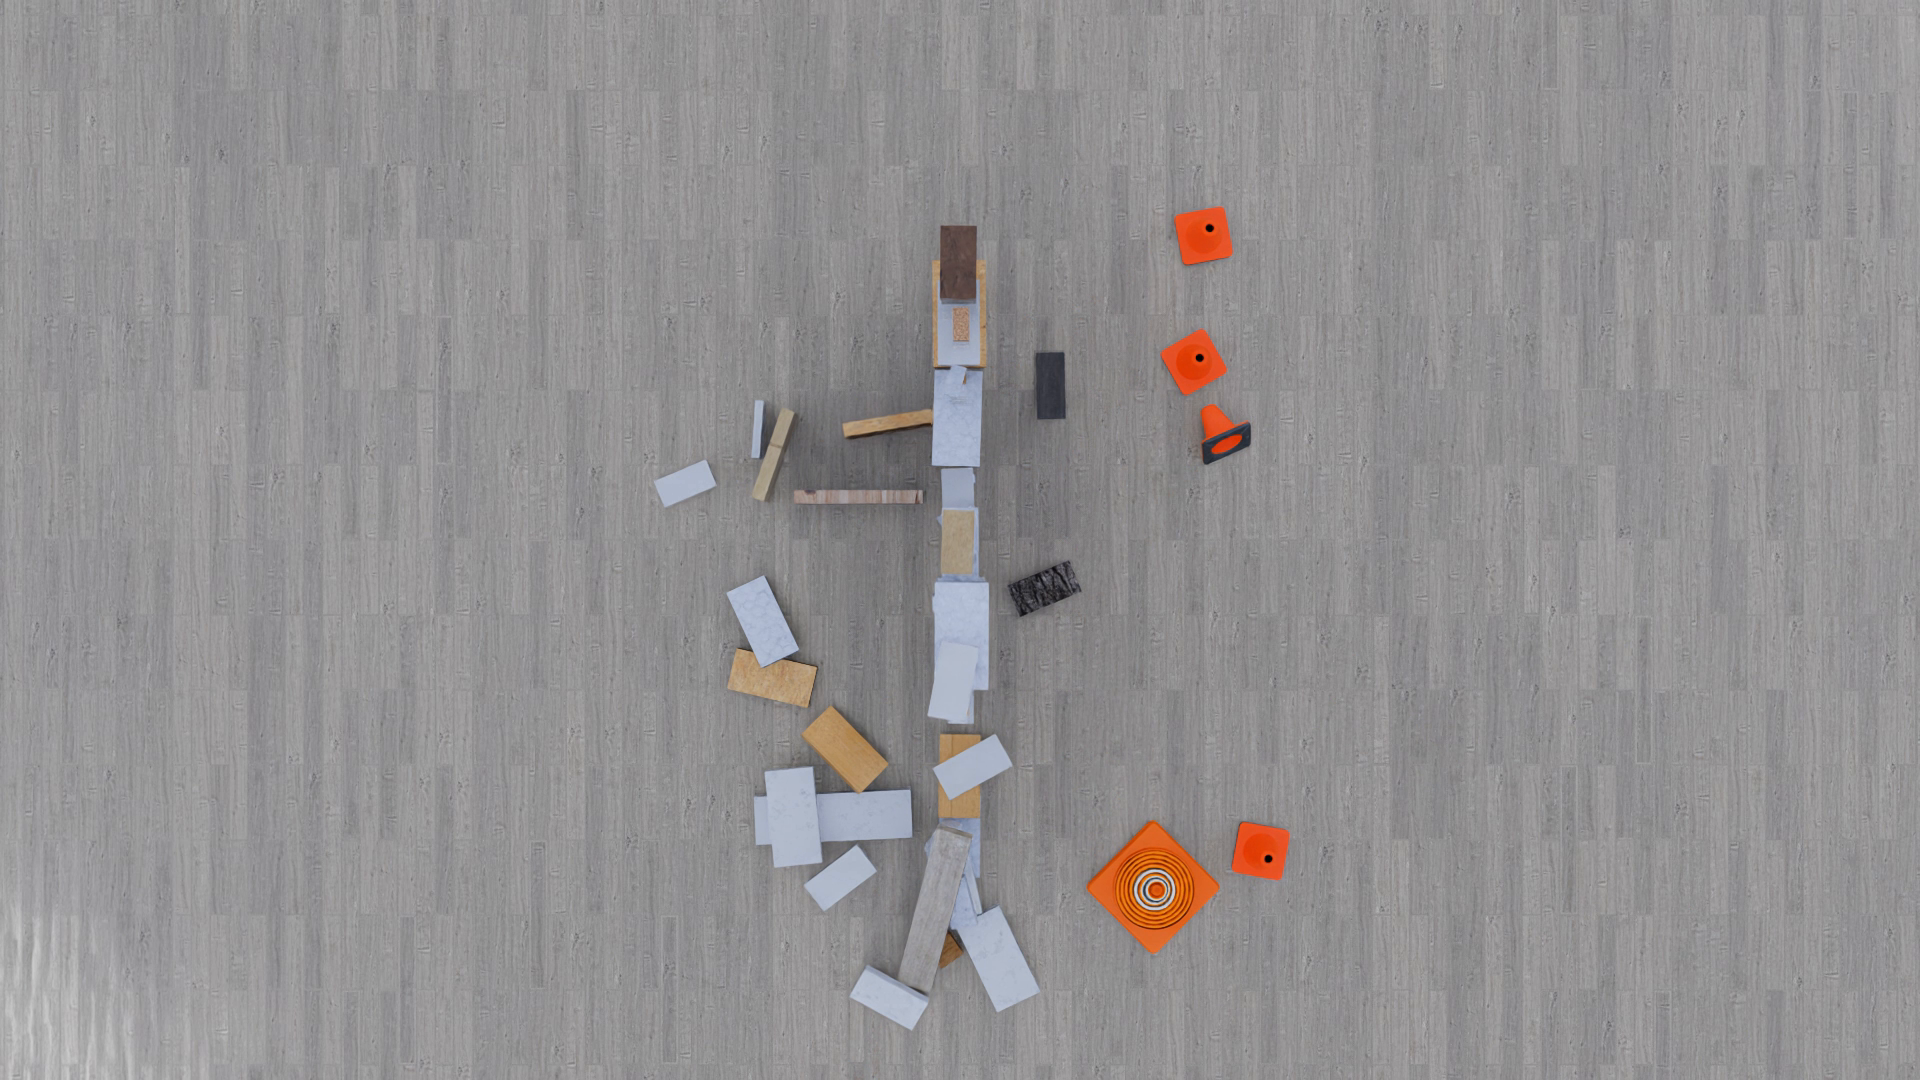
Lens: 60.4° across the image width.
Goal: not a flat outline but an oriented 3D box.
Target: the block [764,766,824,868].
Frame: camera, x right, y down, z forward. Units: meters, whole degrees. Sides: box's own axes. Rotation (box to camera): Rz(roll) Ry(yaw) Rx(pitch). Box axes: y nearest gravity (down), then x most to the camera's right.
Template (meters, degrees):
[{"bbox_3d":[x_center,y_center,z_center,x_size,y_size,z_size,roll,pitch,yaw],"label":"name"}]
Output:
[{"bbox_3d":[-0.547,0.910,5.433,0.158,0.045,0.315,-6,90,0],"label":"block"}]

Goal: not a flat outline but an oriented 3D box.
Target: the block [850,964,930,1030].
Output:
[{"bbox_3d":[-0.234,1.516,5.467,0.236,0.033,0.118,29,107,0],"label":"block"}]

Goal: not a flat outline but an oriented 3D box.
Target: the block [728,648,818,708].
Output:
[{"bbox_3d":[-0.622,0.457,5.481,0.275,0.039,0.137,13,90,0],"label":"block"}]

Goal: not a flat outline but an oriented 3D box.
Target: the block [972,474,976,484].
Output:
[{"bbox_3d":[-0.002,-0.195,5.399,0.101,0.202,0.029,-2,90,0],"label":"block"}]

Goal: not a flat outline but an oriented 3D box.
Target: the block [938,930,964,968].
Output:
[{"bbox_3d":[-0.075,1.326,5.487,0.089,0.025,0.178,-35,90,0],"label":"block"}]

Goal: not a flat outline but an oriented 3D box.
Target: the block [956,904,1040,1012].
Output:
[{"bbox_3d":[0.126,1.387,5.478,0.158,0.045,0.315,-26,90,0],"label":"block"}]

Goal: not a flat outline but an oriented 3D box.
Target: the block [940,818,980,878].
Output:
[{"bbox_3d":[-0.001,0.981,5.481,0.136,0.039,0.272,1,90,0],"label":"block"}]

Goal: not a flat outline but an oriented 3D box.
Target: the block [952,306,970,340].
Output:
[{"bbox_3d":[0.003,-0.621,4.739,0.047,0.013,0.095,-1,90,0],"label":"block"}]

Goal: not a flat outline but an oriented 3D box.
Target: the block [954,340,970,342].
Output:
[{"bbox_3d":[0.004,-0.590,4.793,0.047,0.094,0.013,0,90,0],"label":"block"}]

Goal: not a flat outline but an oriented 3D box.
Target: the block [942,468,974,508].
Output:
[{"bbox_3d":[-0.005,-0.128,5.284,0.101,0.029,0.202,-3,90,0],"label":"block"}]

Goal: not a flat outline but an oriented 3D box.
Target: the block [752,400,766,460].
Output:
[{"bbox_3d":[-0.664,-0.364,5.453,0.027,0.094,0.187,4,90,0],"label":"block"}]

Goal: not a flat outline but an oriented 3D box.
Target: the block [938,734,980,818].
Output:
[{"bbox_3d":[-0.001,0.781,5.455,0.136,0.039,0.272,1,79,0],"label":"block"}]

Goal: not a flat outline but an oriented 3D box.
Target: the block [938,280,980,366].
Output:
[{"bbox_3d":[-0.004,-0.640,4.858,0.124,0.035,0.248,0,90,0],"label":"block"}]

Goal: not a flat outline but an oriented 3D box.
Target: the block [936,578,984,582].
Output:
[{"bbox_3d":[0.002,0.268,5.176,0.151,0.043,0.302,0,90,0],"label":"block"}]

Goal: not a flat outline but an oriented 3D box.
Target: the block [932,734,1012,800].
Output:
[{"bbox_3d":[0.042,0.747,5.425,0.236,0.033,0.118,-28,80,-6],"label":"block"}]

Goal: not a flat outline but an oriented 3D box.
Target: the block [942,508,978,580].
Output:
[{"bbox_3d":[0.001,0.013,5.032,0.111,0.031,0.222,0,90,0],"label":"block"}]

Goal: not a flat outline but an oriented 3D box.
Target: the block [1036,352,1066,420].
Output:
[{"bbox_3d":[0.302,-0.513,5.487,0.094,0.027,0.219,-1,90,0],"label":"block"}]

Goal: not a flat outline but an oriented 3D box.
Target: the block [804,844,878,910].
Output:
[{"bbox_3d":[-0.397,1.122,5.484,0.221,0.031,0.111,-37,90,0],"label":"block"}]

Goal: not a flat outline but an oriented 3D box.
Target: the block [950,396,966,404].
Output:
[{"bbox_3d":[-0.005,-0.433,5.111,0.048,0.095,0.014,2,88,0],"label":"block"}]

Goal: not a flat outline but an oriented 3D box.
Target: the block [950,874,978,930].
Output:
[{"bbox_3d":[-0.005,1.188,5.418,0.089,0.025,0.178,-11,104,14],"label":"block"}]

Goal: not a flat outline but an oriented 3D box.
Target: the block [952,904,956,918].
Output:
[{"bbox_3d":[-0.056,1.143,5.388,0.089,0.025,0.178,7,108,9],"label":"block"}]

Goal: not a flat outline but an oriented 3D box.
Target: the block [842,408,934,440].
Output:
[{"bbox_3d":[-0.226,-0.380,5.423,0.307,0.153,0.043,-9,89,0],"label":"block"}]

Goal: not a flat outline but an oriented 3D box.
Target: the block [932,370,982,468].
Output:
[{"bbox_3d":[-0.009,-0.381,5.180,0.149,0.042,0.299,2,90,0],"label":"block"}]

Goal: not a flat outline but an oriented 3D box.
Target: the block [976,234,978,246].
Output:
[{"bbox_3d":[-0.003,-0.844,4.879,0.102,0.487,0.029,0,90,0],"label":"block"}]

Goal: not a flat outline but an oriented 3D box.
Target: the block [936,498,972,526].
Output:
[{"bbox_3d":[-0.019,-0.086,5.159,0.111,0.222,0.031,-35,90,0],"label":"block"}]

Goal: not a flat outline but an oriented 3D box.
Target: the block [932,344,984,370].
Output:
[{"bbox_3d":[-0.002,-0.592,5.335,0.165,0.330,0.047,0,90,0],"label":"block"}]

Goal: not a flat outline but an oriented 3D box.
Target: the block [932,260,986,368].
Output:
[{"bbox_3d":[-0.002,-0.704,5.146,0.165,0.047,0.330,-1,90,0],"label":"block"}]

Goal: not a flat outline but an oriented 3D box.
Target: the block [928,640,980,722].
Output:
[{"bbox_3d":[-0.019,0.410,4.782,0.111,0.031,0.221,11,90,0],"label":"block"}]

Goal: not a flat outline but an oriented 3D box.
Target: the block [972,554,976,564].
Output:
[{"bbox_3d":[0.002,0.057,4.923,0.093,0.186,0.026,0,89,0],"label":"block"}]

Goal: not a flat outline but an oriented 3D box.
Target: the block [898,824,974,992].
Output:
[{"bbox_3d":[-0.083,1.205,5.381,0.118,0.033,0.593,16,109,6],"label":"block"}]

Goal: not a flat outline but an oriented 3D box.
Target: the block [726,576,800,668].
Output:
[{"bbox_3d":[-0.651,0.271,5.458,0.137,0.039,0.275,-25,83,-6],"label":"block"}]

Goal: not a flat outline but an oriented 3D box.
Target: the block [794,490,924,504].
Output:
[{"bbox_3d":[-0.330,-0.140,5.423,0.418,0.153,0.043,0,90,0],"label":"block"}]

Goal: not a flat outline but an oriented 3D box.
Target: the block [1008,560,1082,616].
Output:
[{"bbox_3d":[0.281,0.162,5.484,0.221,0.031,0.111,-22,90,0],"label":"block"}]

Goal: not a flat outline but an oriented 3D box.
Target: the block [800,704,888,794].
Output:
[{"bbox_3d":[-0.382,0.694,5.457,0.274,0.039,0.137,46,69,0],"label":"block"}]

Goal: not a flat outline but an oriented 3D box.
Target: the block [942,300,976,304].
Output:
[{"bbox_3d":[-0.004,-0.707,4.738,0.102,0.204,0.029,-1,90,0],"label":"block"}]

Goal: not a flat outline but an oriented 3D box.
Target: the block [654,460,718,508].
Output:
[{"bbox_3d":[-0.912,-0.188,5.487,0.187,0.027,0.094,-23,90,0],"label":"block"}]

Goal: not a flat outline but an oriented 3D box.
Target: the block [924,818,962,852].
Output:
[{"bbox_3d":[-0.054,0.972,5.398,0.067,0.019,0.134,12,46,28],"label":"block"}]

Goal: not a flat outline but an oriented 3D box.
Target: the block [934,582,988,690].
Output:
[{"bbox_3d":[0.005,0.279,4.820,0.156,0.044,0.312,0,90,0],"label":"block"}]

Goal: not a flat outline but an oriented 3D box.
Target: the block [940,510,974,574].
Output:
[{"bbox_3d":[-0.007,0.006,4.816,0.093,0.026,0.186,2,90,0],"label":"block"}]

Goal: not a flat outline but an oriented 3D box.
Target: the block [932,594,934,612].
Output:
[{"bbox_3d":[-0.003,0.185,4.998,0.156,0.312,0.044,0,91,0],"label":"block"}]

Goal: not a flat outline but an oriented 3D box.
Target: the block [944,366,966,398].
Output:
[{"bbox_3d":[-0.015,-0.487,5.056,0.048,0.014,0.095,16,90,0],"label":"block"}]

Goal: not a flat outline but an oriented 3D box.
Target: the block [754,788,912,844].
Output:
[{"bbox_3d":[-0.419,0.918,5.478,0.518,0.045,0.158,-3,90,0],"label":"block"}]

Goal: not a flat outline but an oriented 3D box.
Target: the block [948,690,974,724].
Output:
[{"bbox_3d":[0.002,0.507,5.321,0.084,0.024,0.167,0,90,0],"label":"block"}]

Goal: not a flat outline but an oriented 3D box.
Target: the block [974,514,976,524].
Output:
[{"bbox_3d":[0.002,-0.061,4.922,0.093,0.186,0.026,0,92,0],"label":"block"}]

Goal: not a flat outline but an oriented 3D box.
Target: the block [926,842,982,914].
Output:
[{"bbox_3d":[-0.020,1.115,5.441,0.136,0.039,0.272,-11,104,3],"label":"block"}]

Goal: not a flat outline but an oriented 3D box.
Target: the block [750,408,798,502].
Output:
[{"bbox_3d":[-0.607,-0.277,5.423,0.043,0.153,0.307,19,90,0],"label":"block"}]

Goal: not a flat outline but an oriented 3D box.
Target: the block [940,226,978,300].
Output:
[{"bbox_3d":[-0.005,-0.777,4.621,0.102,0.029,0.204,1,90,0],"label":"block"}]

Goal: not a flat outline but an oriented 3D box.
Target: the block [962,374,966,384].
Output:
[{"bbox_3d":[-0.005,-0.505,5.111,0.048,0.095,0.014,1,77,0],"label":"block"}]

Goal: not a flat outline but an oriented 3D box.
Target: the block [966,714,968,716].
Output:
[{"bbox_3d":[-0.009,0.509,5.256,0.067,0.019,0.134,-4,134,0],"label":"block"}]
